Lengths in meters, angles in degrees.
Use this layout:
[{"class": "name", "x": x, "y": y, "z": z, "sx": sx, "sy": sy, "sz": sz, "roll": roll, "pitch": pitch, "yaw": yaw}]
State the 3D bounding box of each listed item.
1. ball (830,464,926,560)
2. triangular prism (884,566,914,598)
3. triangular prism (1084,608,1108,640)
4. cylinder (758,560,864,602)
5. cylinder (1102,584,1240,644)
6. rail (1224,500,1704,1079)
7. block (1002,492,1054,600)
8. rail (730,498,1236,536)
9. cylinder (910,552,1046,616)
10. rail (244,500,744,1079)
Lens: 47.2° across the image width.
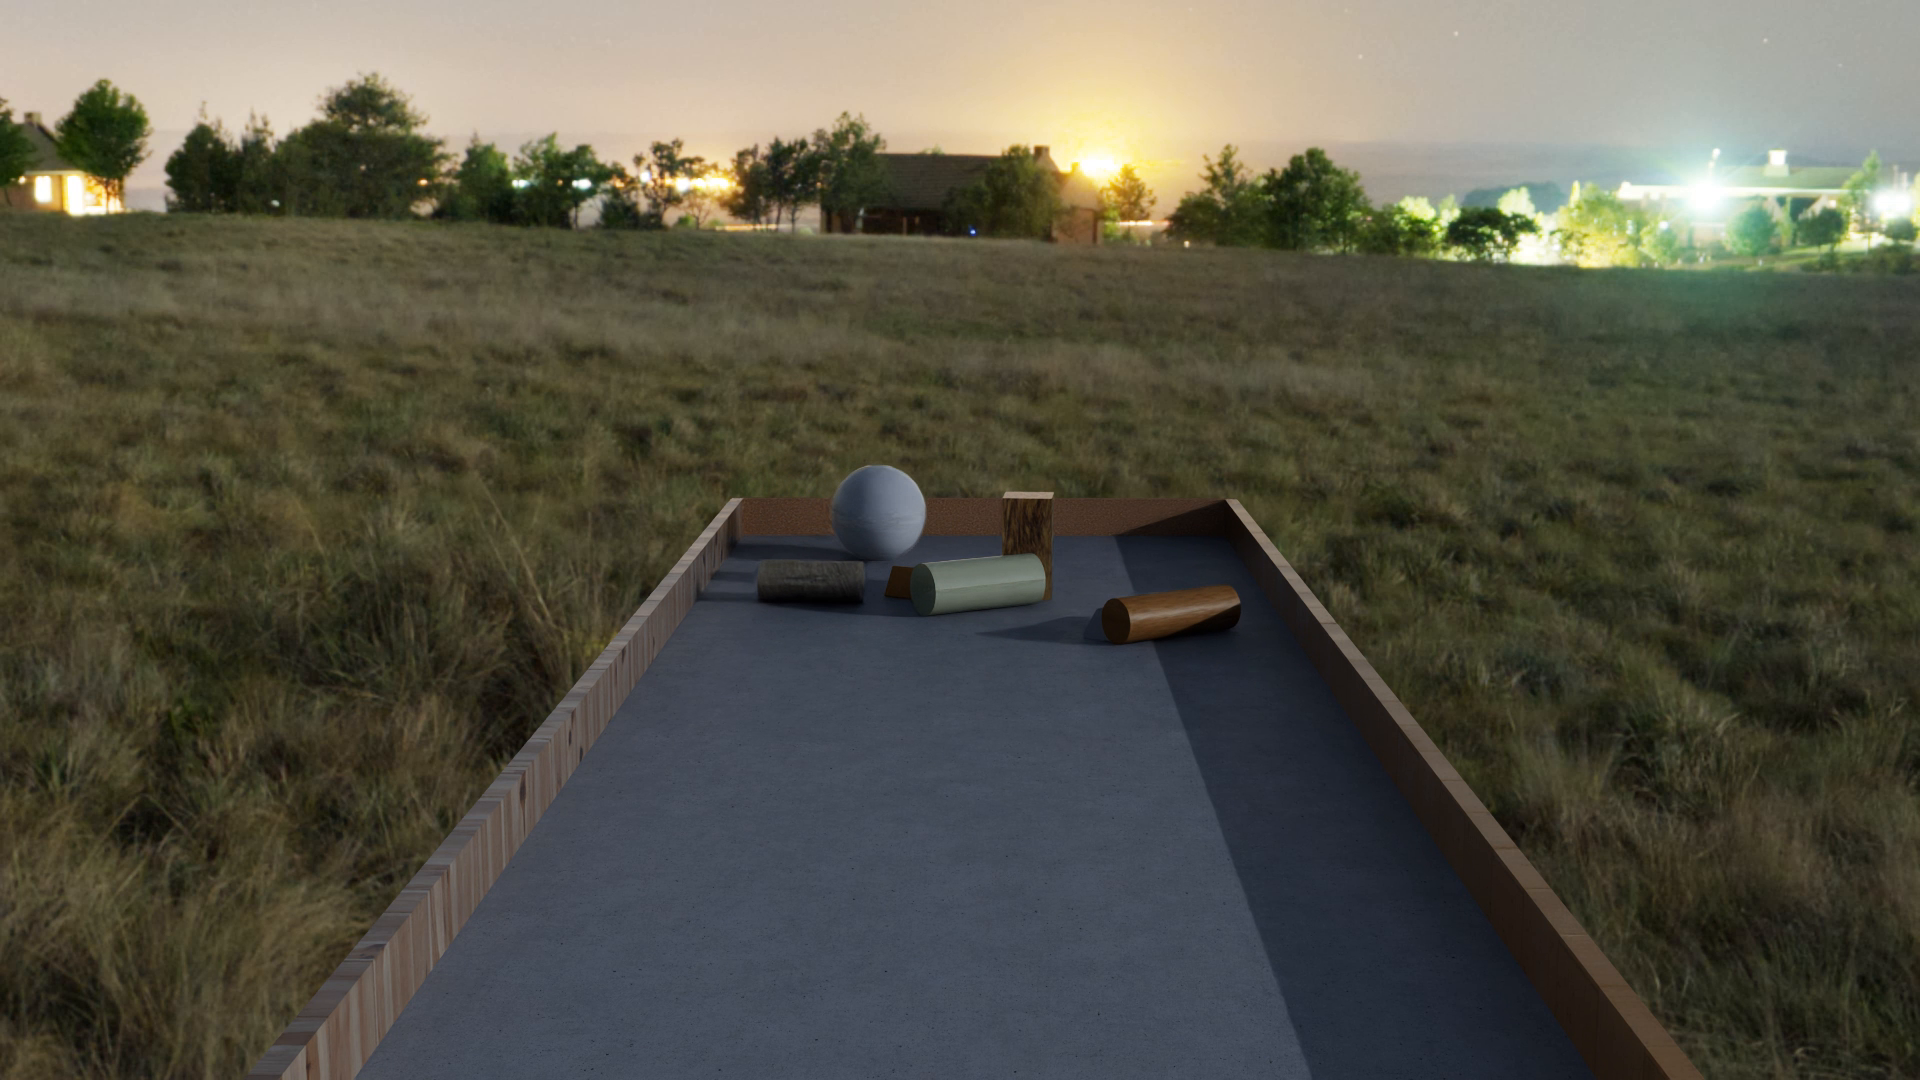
[{"class": "ball", "x": -0.317, "y": -0.106, "z": 8.495, "sx": 0.371, "sy": 0.371, "sz": 0.371, "roll": 0, "pitch": 9, "yaw": 0}, {"class": "triangular prism", "x": -0.096, "y": 0.152, "z": 7.710, "sx": 0.323, "sy": 0.100, "sz": 0.116, "roll": 5, "pitch": 10, "yaw": 29}, {"class": "triangular prism", "x": 0.551, "y": 0.244, "z": 7.143, "sx": 0.111, "sy": 0.096, "sz": 0.352, "roll": 8, "pitch": 12, "yaw": 39}, {"class": "cylinder", "x": -0.516, "y": 0.145, "z": 7.646, "sx": 0.355, "sy": 0.141, "sz": 0.141, "roll": 1, "pitch": 9, "yaw": 6}, {"class": "cylinder", "x": 0.679, "y": 0.237, "z": 7.047, "sx": 0.456, "sy": 0.147, "sz": 0.147, "roll": -6, "pitch": 11, "yaw": -34}, {"class": "rail", "x": 1.046, "y": 0.843, "z": 3.208, "sx": 0.050, "sy": 0.150, "sz": 12.000, "roll": 0, "pitch": 9, "yaw": 1}, {"class": "block", "x": 0.241, "y": 0.019, "z": 7.747, "sx": 0.171, "sy": 0.357, "sz": 0.171, "roll": 1, "pitch": 9, "yaw": 5}, {"class": "rail", "x": 0.099, "y": -0.098, "z": 9.147, "sx": 2.100, "sy": 0.150, "sz": 0.050, "roll": 0, "pitch": 9, "yaw": 1}, {"class": "cylinder", "x": 0.062, "y": 0.150, "z": 7.496, "sx": 0.432, "sy": 0.178, "sz": 0.178, "roll": -5, "pitch": 10, "yaw": -30}, {"class": "rail", "x": -1.004, "y": 0.839, "z": 3.234, "sx": 0.050, "sy": 0.150, "sz": 12.000, "roll": 0, "pitch": 9, "yaw": 1}]
